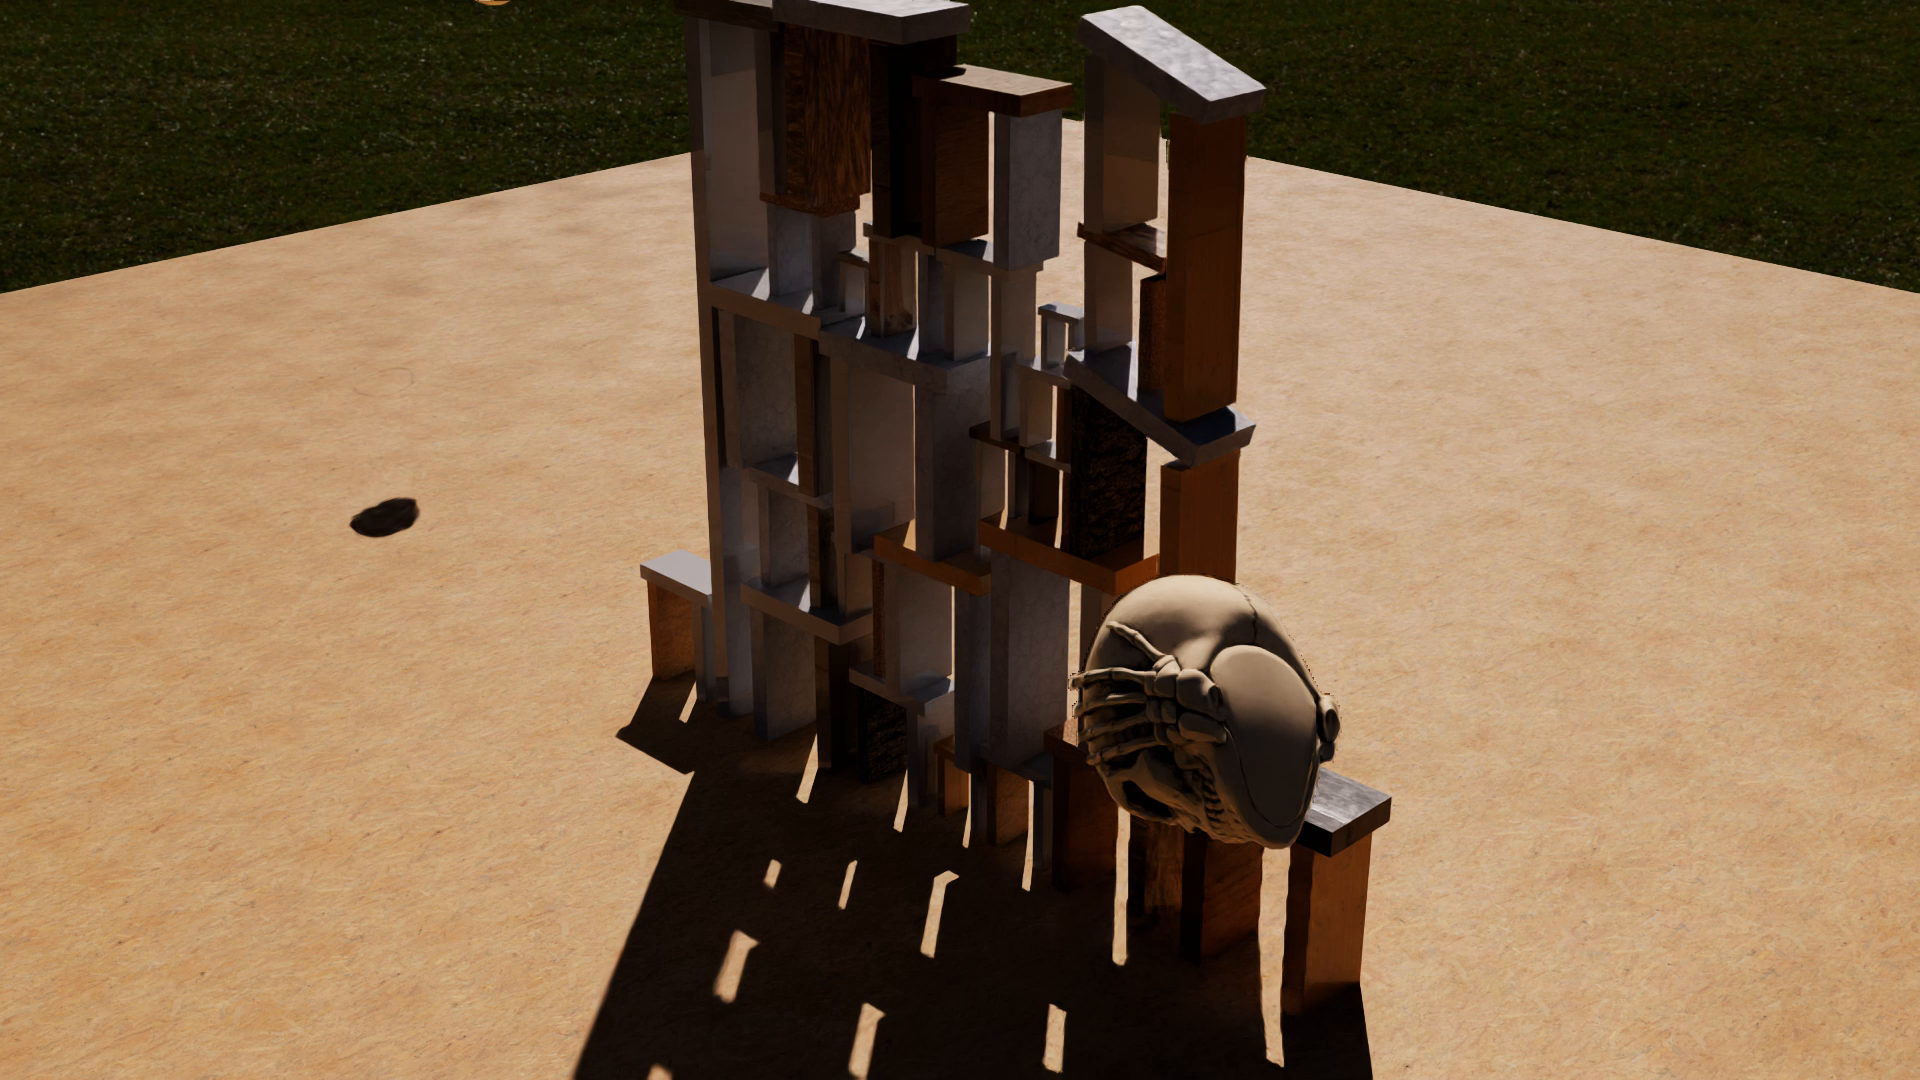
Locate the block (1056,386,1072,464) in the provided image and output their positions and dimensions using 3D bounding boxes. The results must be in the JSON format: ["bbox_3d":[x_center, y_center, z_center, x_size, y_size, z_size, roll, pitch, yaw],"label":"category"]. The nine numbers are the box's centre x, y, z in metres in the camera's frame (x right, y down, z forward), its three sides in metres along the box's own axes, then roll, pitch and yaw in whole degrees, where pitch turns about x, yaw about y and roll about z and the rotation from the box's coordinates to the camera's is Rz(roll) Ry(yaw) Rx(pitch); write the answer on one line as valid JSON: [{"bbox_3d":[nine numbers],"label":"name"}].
[{"bbox_3d":[0.201,-0.212,3.911,0.067,0.140,0.019,-21,31,-40],"label":"block"}]

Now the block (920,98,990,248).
[{"bbox_3d":[-0.008,-0.667,3.935,0.131,0.263,0.037,-21,31,-39],"label":"block"}]

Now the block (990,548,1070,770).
[{"bbox_3d":[0.132,0.204,4.167,0.047,0.445,0.167,21,31,40],"label":"block"}]

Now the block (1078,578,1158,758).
[{"bbox_3d":[0.290,0.214,4.001,0.167,0.334,0.047,-21,31,-41],"label":"block"}]

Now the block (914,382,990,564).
[{"bbox_3d":[-0.006,-0.145,4.162,0.049,0.346,0.173,21,31,40],"label":"block"}]

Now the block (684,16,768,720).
[{"bbox_3d":[-0.464,-0.331,4.593,0.044,1.522,0.156,21,31,41],"label":"block"}]

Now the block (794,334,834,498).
[{"bbox_3d":[-0.248,-0.266,4.385,0.047,0.334,0.167,21,31,40],"label":"block"}]

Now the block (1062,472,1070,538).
[{"bbox_3d":[0.212,-0.072,3.965,0.063,0.125,0.018,-21,31,-40],"label":"block"}]

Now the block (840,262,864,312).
[{"bbox_3d":[-0.208,-0.493,4.243,0.014,0.101,0.050,24,32,39],"label":"block"}]

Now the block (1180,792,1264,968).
[{"bbox_3d":[0.474,0.582,3.953,0.048,0.340,0.170,21,31,41],"label":"block"}]

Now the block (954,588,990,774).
[{"bbox_3d":[0.055,0.252,4.270,0.041,0.386,0.145,21,31,41],"label":"block"}]

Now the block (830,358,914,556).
[{"bbox_3d":[-0.170,-0.184,4.321,0.049,0.398,0.173,21,31,40],"label":"block"}]

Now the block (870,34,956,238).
[{"bbox_3d":[-0.083,-0.739,3.987,0.048,0.354,0.170,21,31,40],"label":"block"}]

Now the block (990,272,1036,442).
[{"bbox_3d":[0.096,-0.335,3.971,0.026,0.307,0.091,21,31,40],"label":"block"}]

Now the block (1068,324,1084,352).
[{"bbox_3d":[0.210,-0.336,3.849,0.049,0.097,0.014,-21,30,-40],"label":"block"}]

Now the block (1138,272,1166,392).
[{"bbox_3d":[0.342,-0.354,3.705,0.027,0.190,0.095,21,31,40],"label":"block"}]

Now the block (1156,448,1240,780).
[{"bbox_3d":[0.413,0.128,3.832,0.153,0.584,0.043,-21,30,-39],"label":"block"}]

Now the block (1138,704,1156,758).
[{"bbox_3d":[0.345,0.346,4.000,0.045,0.091,0.013,-21,31,-41],"label":"block"}]

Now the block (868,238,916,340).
[{"bbox_3d":[-0.126,-0.483,4.147,0.027,0.190,0.095,21,31,40],"label":"block"}]

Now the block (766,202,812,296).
[{"bbox_3d":[-0.335,-0.582,4.340,0.026,0.186,0.093,21,31,40],"label":"block"}]

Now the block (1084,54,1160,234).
[{"bbox_3d":[0.269,-0.666,3.649,0.041,0.290,0.145,20,30,40],"label":"block"}]

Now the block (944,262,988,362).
[{"bbox_3d":[0.011,-0.425,4.025,0.026,0.182,0.091,21,31,40],"label":"block"}]

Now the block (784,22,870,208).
[{"bbox_3d":[-0.247,-0.809,4.134,0.048,0.340,0.170,22,32,39],"label":"block"}]

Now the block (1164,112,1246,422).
[{"bbox_3d":[0.400,-0.453,3.598,0.041,0.507,0.145,20,30,41],"label":"block"}]

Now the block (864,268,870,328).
[{"bbox_3d":[-0.160,-0.466,4.200,0.014,0.118,0.050,20,31,39],"label":"block"}]

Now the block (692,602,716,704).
[{"bbox_3d":[-0.535,0.233,4.904,0.034,0.239,0.120,21,31,41],"label":"block"}]

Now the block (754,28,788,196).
[{"bbox_3d":[-0.316,-0.831,4.221,0.044,0.312,0.156,21,31,40],"label":"block"}]

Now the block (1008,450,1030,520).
[{"bbox_3d":[0.117,-0.110,4.048,0.018,0.130,0.065,21,31,40],"label":"block"}]

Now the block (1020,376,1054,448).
[{"bbox_3d":[0.138,-0.240,3.968,0.019,0.134,0.067,22,32,40],"label":"block"}]

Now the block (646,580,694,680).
[{"bbox_3d":[-0.648,0.189,5.008,0.034,0.239,0.120,21,31,41],"label":"block"}]

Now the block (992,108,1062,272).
[{"bbox_3d":[0.117,-0.616,3.825,0.037,0.272,0.131,22,32,40],"label":"block"}]

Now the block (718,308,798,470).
[{"bbox_3d":[-0.410,-0.327,4.526,0.047,0.334,0.167,18,29,39],"label":"block"}]

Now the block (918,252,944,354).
[{"bbox_3d":[-0.035,-0.449,4.069,0.027,0.190,0.095,21,31,40],"label":"block"}]

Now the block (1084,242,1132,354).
[{"bbox_3d":[0.255,-0.424,3.769,0.027,0.190,0.095,19,30,41],"label":"block"}]

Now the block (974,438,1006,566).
[{"bbox_3d":[0.055,-0.079,4.128,0.065,0.251,0.018,-21,31,-41],"label":"block"}]

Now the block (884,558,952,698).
[{"bbox_3d":[-0.083,0.154,4.378,0.041,0.291,0.145,21,31,41],"label":"block"}]

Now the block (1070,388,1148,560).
[{"bbox_3d":[0.263,-0.133,3.877,0.043,0.307,0.153,21,31,40],"label":"block"}]

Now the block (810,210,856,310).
[{"bbox_3d":[-0.244,-0.548,4.262,0.026,0.186,0.093,21,31,40],"label":"block"}]

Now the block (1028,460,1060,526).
[{"bbox_3d":[0.154,-0.095,4.019,0.063,0.125,0.018,-22,31,-41],"label":"block"}]

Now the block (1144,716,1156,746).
[{"bbox_3d":[0.370,0.359,3.978,0.045,0.091,0.013,-21,-1,-41],"label":"block"}]

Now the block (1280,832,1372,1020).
[{"bbox_3d":[0.634,0.645,3.806,0.048,0.340,0.170,21,31,41],"label":"block"}]

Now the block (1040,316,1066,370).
[{"bbox_3d":[0.165,-0.354,3.892,0.049,0.097,0.014,-21,30,-40],"label":"block"}]
